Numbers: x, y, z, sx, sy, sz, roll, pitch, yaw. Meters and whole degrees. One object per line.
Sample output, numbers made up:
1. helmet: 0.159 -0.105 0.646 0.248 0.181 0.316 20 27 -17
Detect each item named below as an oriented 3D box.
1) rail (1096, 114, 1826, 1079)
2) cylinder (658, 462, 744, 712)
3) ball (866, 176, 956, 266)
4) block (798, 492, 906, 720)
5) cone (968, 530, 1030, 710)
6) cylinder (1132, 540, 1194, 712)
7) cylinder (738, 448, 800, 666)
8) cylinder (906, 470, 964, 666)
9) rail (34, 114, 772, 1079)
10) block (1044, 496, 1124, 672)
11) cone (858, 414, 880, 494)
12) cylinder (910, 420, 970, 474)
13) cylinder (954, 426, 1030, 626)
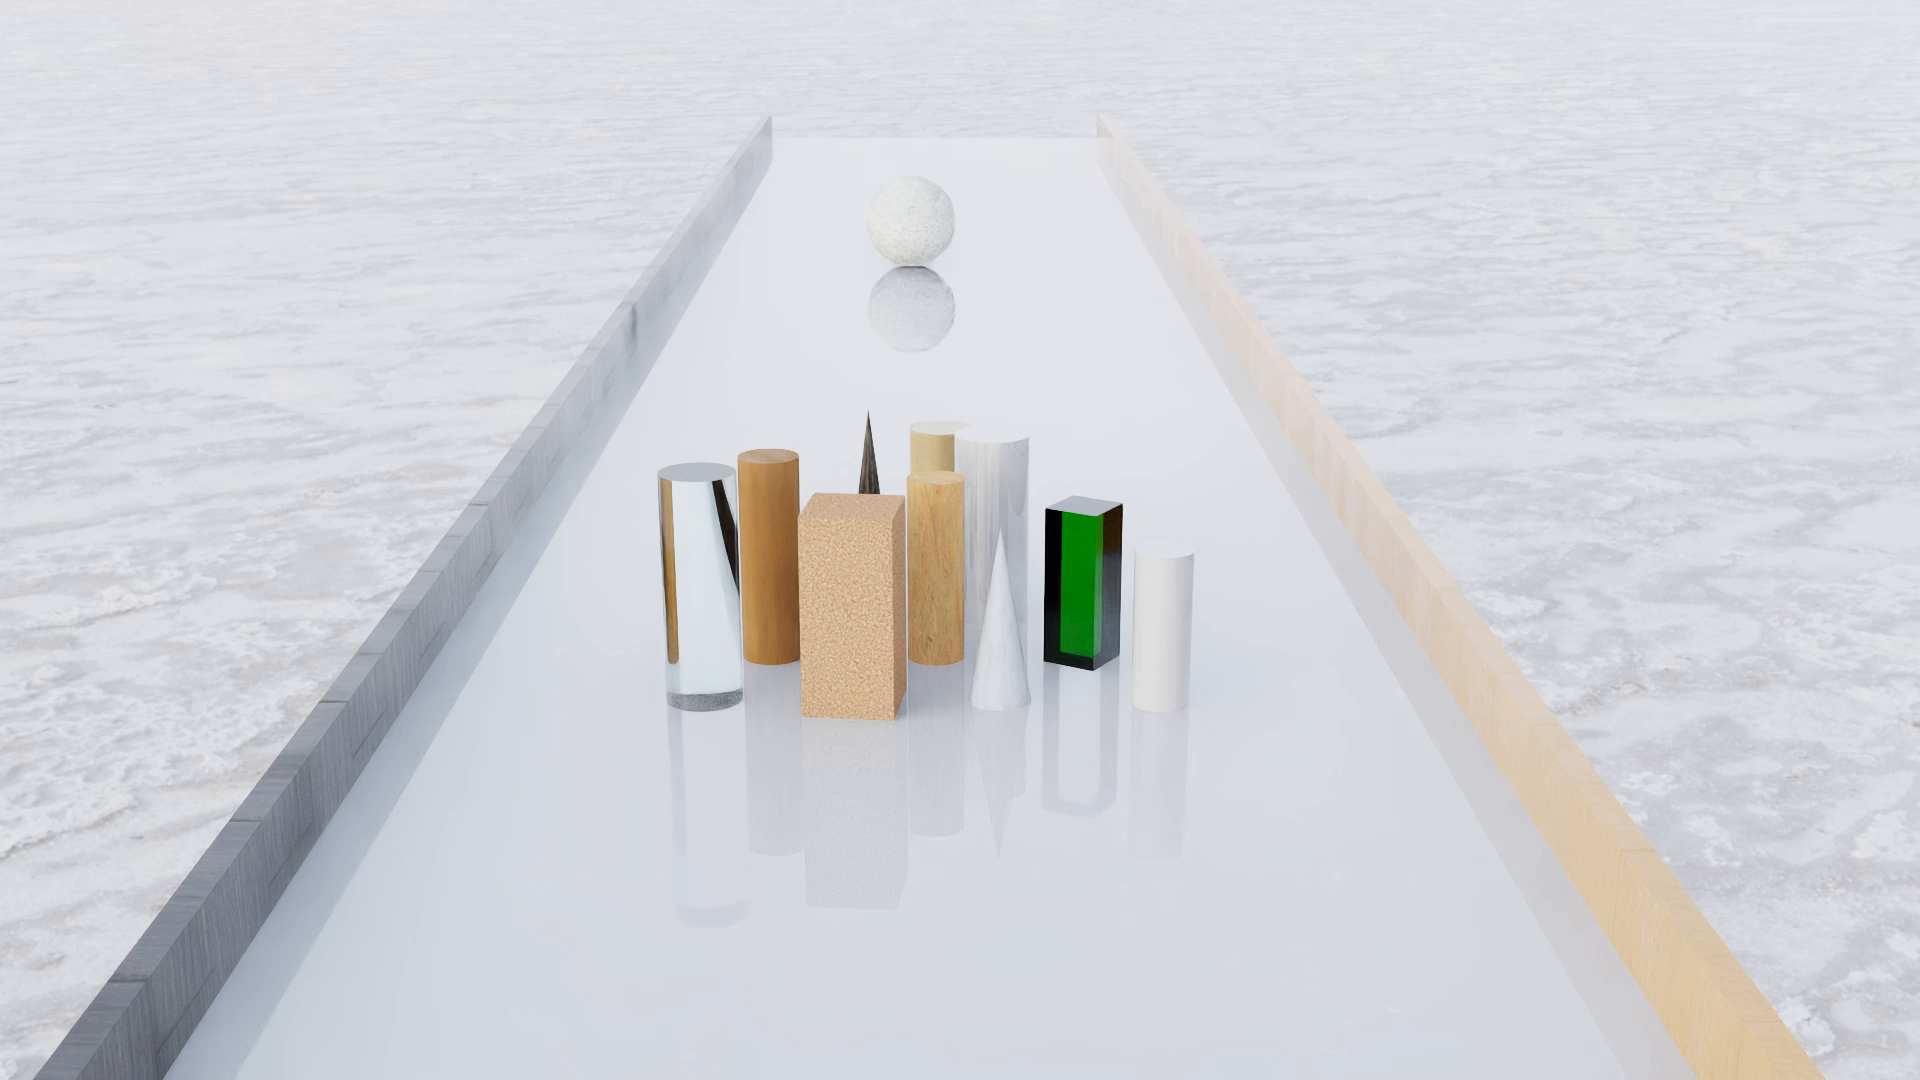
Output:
1. rail: 0.932 -0.844 7.801 0.050 0.150 12.000 0 17 -1
2. cylinder: -0.488 0.088 4.145 0.146 0.448 0.146 0 17 0
3. ball: -0.199 -1.301 8.959 0.366 0.366 0.366 0 17 0
4. block: -0.199 0.123 4.132 0.174 0.388 0.174 2 17 6
5. cone: 0.076 0.141 4.152 0.120 0.343 0.120 0 17 0
6. cylinder: 0.382 0.163 4.146 0.112 0.304 0.112 0 17 0
7. cylinder: -0.378 0.034 4.385 0.121 0.415 0.121 0 17 0
8. cylinder: -0.048 0.056 4.386 0.114 0.373 0.114 0 17 0
9. rail: -1.118 -0.838 7.780 0.050 0.150 12.000 0 17 -1
10. block: 0.245 0.085 4.382 0.113 0.319 0.113 10 19 30
11. cone: -0.189 -0.053 4.602 0.116 0.458 0.116 0 17 0
12. cylinder: -0.042 -0.079 4.877 0.138 0.351 0.138 0 17 0
13. cylinder: 0.067 -0.031 4.635 0.158 0.396 0.158 0 17 0
